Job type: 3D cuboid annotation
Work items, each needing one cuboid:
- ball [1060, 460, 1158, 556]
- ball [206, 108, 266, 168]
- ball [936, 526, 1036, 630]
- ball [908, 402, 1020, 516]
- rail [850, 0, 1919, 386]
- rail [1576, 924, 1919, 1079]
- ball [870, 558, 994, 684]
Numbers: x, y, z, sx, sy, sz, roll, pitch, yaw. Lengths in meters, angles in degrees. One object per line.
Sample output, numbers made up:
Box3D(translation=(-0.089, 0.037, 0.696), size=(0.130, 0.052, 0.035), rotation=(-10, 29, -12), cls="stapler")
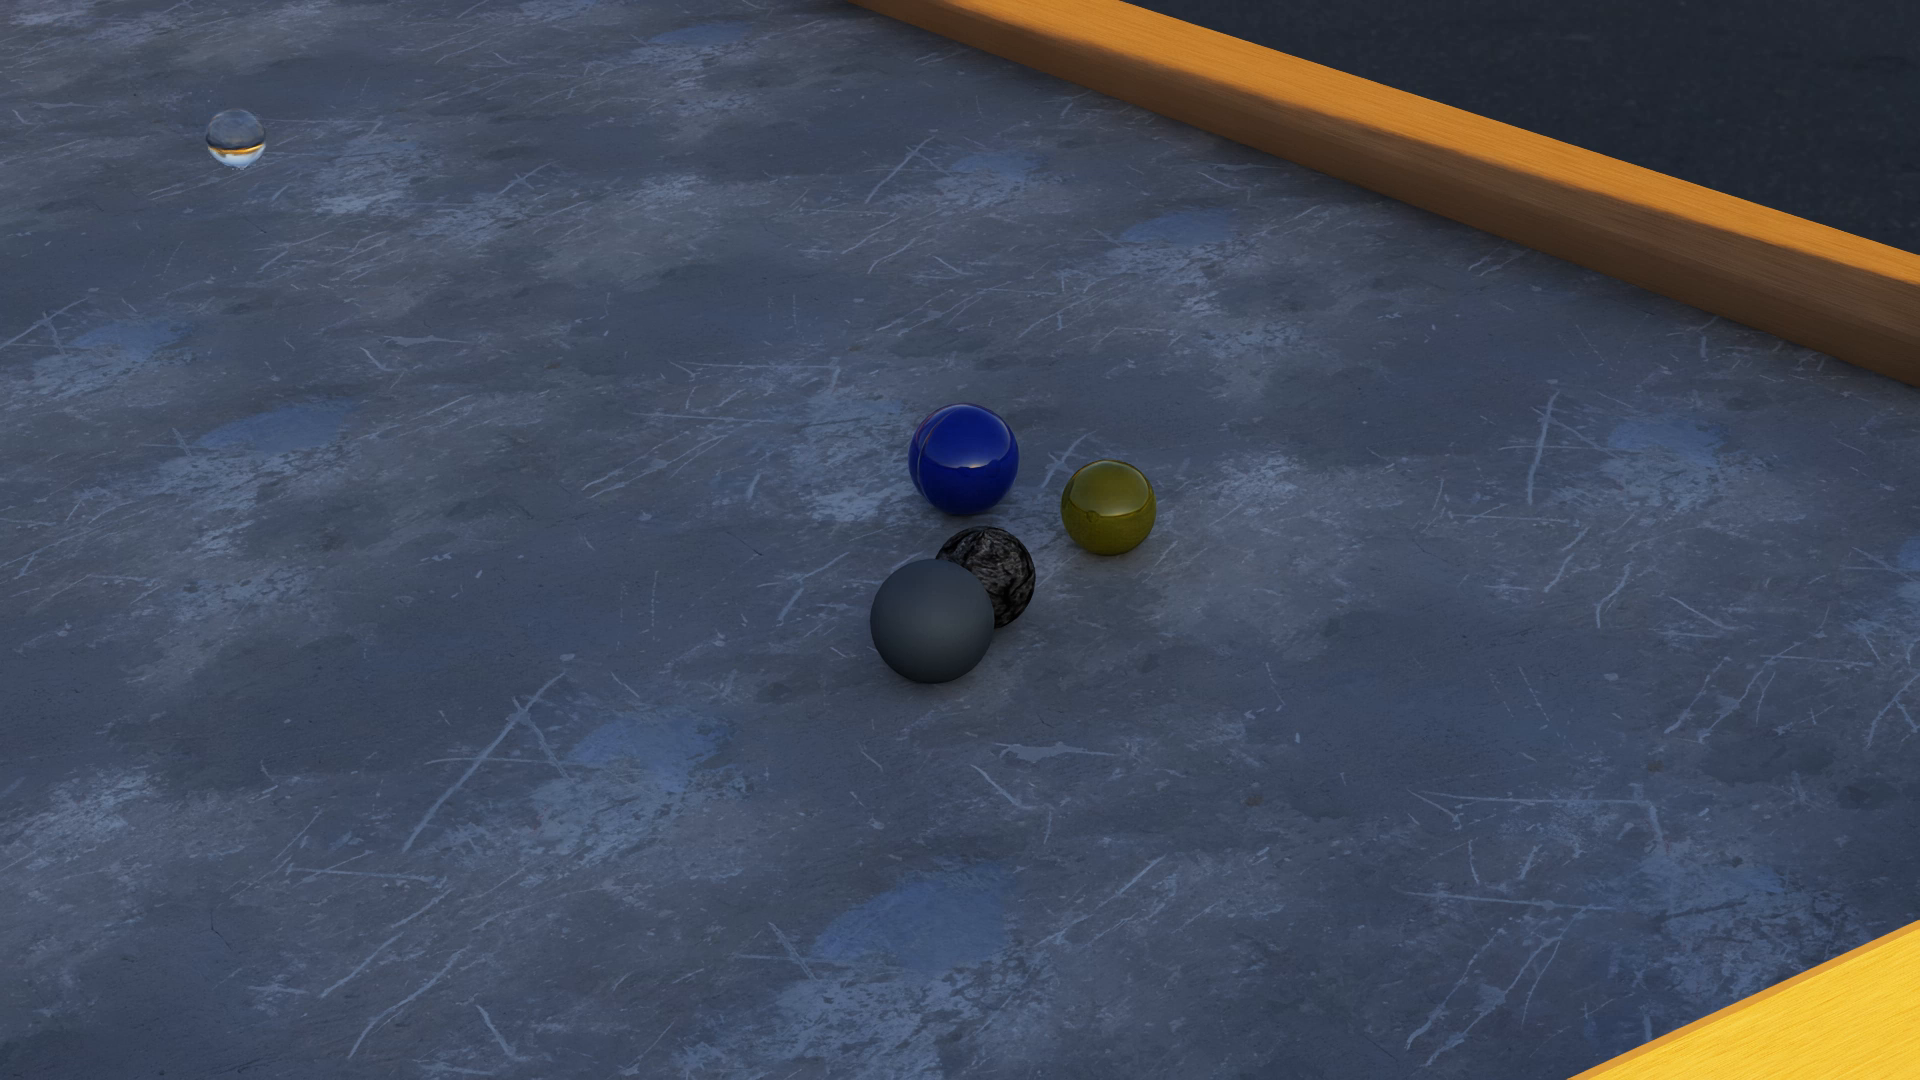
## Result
Box3D(translation=(0.116, -0.025, 2.302), size=(0.076, 0.076, 0.076), rotation=(0, 24, 0), cls="ball")
Box3D(translation=(-0.805, -0.447, 3.270), size=(0.066, 0.066, 0.066), rotation=(0, 24, 0), cls="ball")
Box3D(translation=(0.017, 0.028, 2.179), size=(0.077, 0.077, 0.077), rotation=(0, 24, 0), cls="ball")
Box3D(translation=(0.003, -0.065, 2.375), size=(0.091, 0.091, 0.091), rotation=(0, 24, 0), cls="ball")
Box3D(translation=(0.285, -0.516, 3.361), size=(0.045, 0.118, 3.428), rotation=(-16, 28, -31), cls="rail")
Box3D(translation=(0.473, 0.260, 1.601), size=(1.922, 0.118, 0.045), rotation=(-16, 28, -31), cls="rail")
Box3D(translation=(-0.020, 0.058, 2.097), size=(0.089, 0.089, 0.089), rotation=(0, 24, 0), cls="ball")
